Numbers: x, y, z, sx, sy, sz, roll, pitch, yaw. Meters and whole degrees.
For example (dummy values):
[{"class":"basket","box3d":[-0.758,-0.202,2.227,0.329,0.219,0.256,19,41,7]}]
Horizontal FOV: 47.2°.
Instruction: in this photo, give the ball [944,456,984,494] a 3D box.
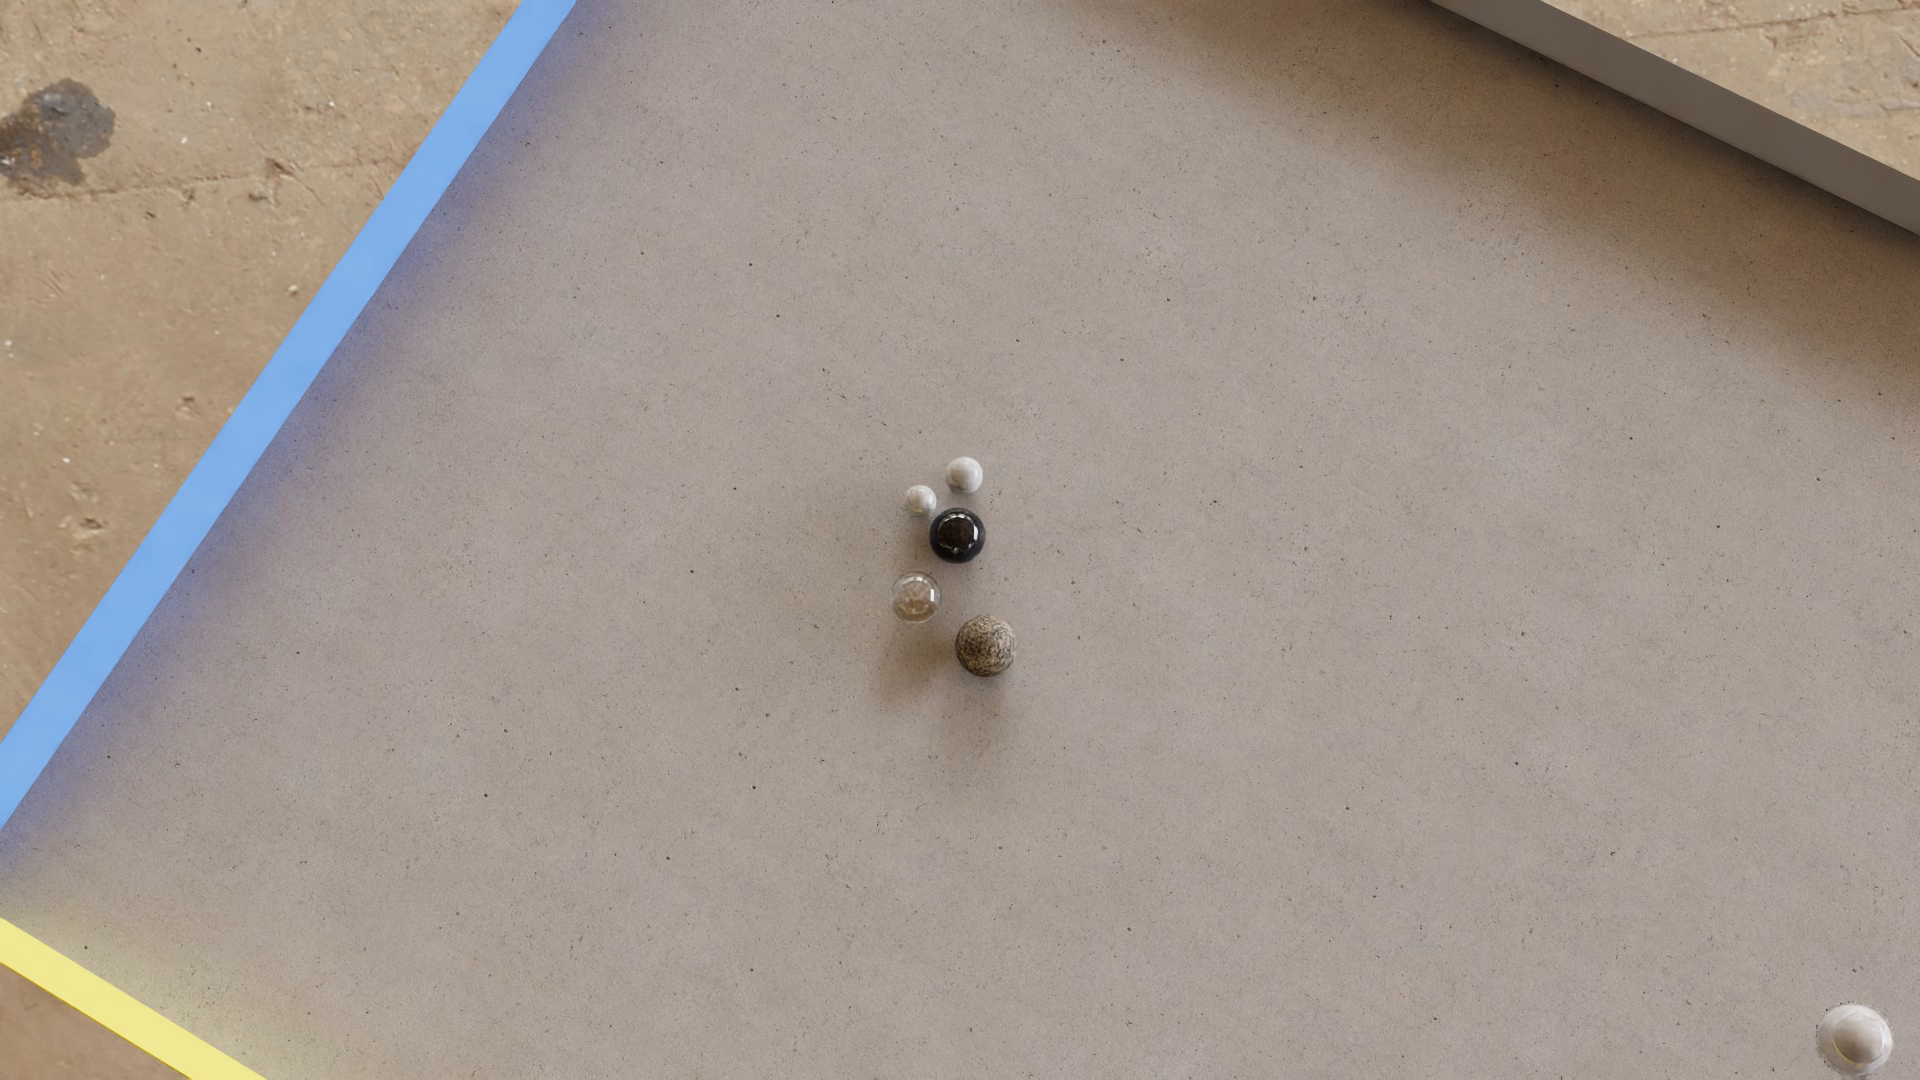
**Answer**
[{"class":"ball","box3d":[0.006,-0.100,3.421,0.059,0.059,0.059,0,73,0]}]

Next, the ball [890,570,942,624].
[{"class":"ball","box3d":[-0.068,0.087,3.352,0.081,0.081,0.081,0,73,0]}]

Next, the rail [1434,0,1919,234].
[{"class":"rail","box3d":[1.508,-0.523,3.514,4.203,0.128,0.045,28,75,8]}]

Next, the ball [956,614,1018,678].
[{"class":"ball","box3d":[0.040,0.160,3.322,0.095,0.095,0.095,0,73,0]}]

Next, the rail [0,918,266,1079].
[{"class":"rail","box3d":[0.323,1.491,2.893,4.203,0.128,0.045,28,75,8]}]

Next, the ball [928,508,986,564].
[{"class":"ball","box3d":[-0.004,-0.007,3.377,0.088,0.088,0.088,0,73,0]}]

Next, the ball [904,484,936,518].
[{"class":"ball","box3d":[-0.062,-0.060,3.413,0.051,0.051,0.051,0,73,0]}]

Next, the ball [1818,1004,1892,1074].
[{"class":"ball","box3d":[1.281,0.715,3.149,0.099,0.099,0.099,0,73,0]}]

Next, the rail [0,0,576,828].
[{"class":"rail","box3d":[-0.895,-0.489,3.503,0.045,0.128,2.466,28,75,8]}]
